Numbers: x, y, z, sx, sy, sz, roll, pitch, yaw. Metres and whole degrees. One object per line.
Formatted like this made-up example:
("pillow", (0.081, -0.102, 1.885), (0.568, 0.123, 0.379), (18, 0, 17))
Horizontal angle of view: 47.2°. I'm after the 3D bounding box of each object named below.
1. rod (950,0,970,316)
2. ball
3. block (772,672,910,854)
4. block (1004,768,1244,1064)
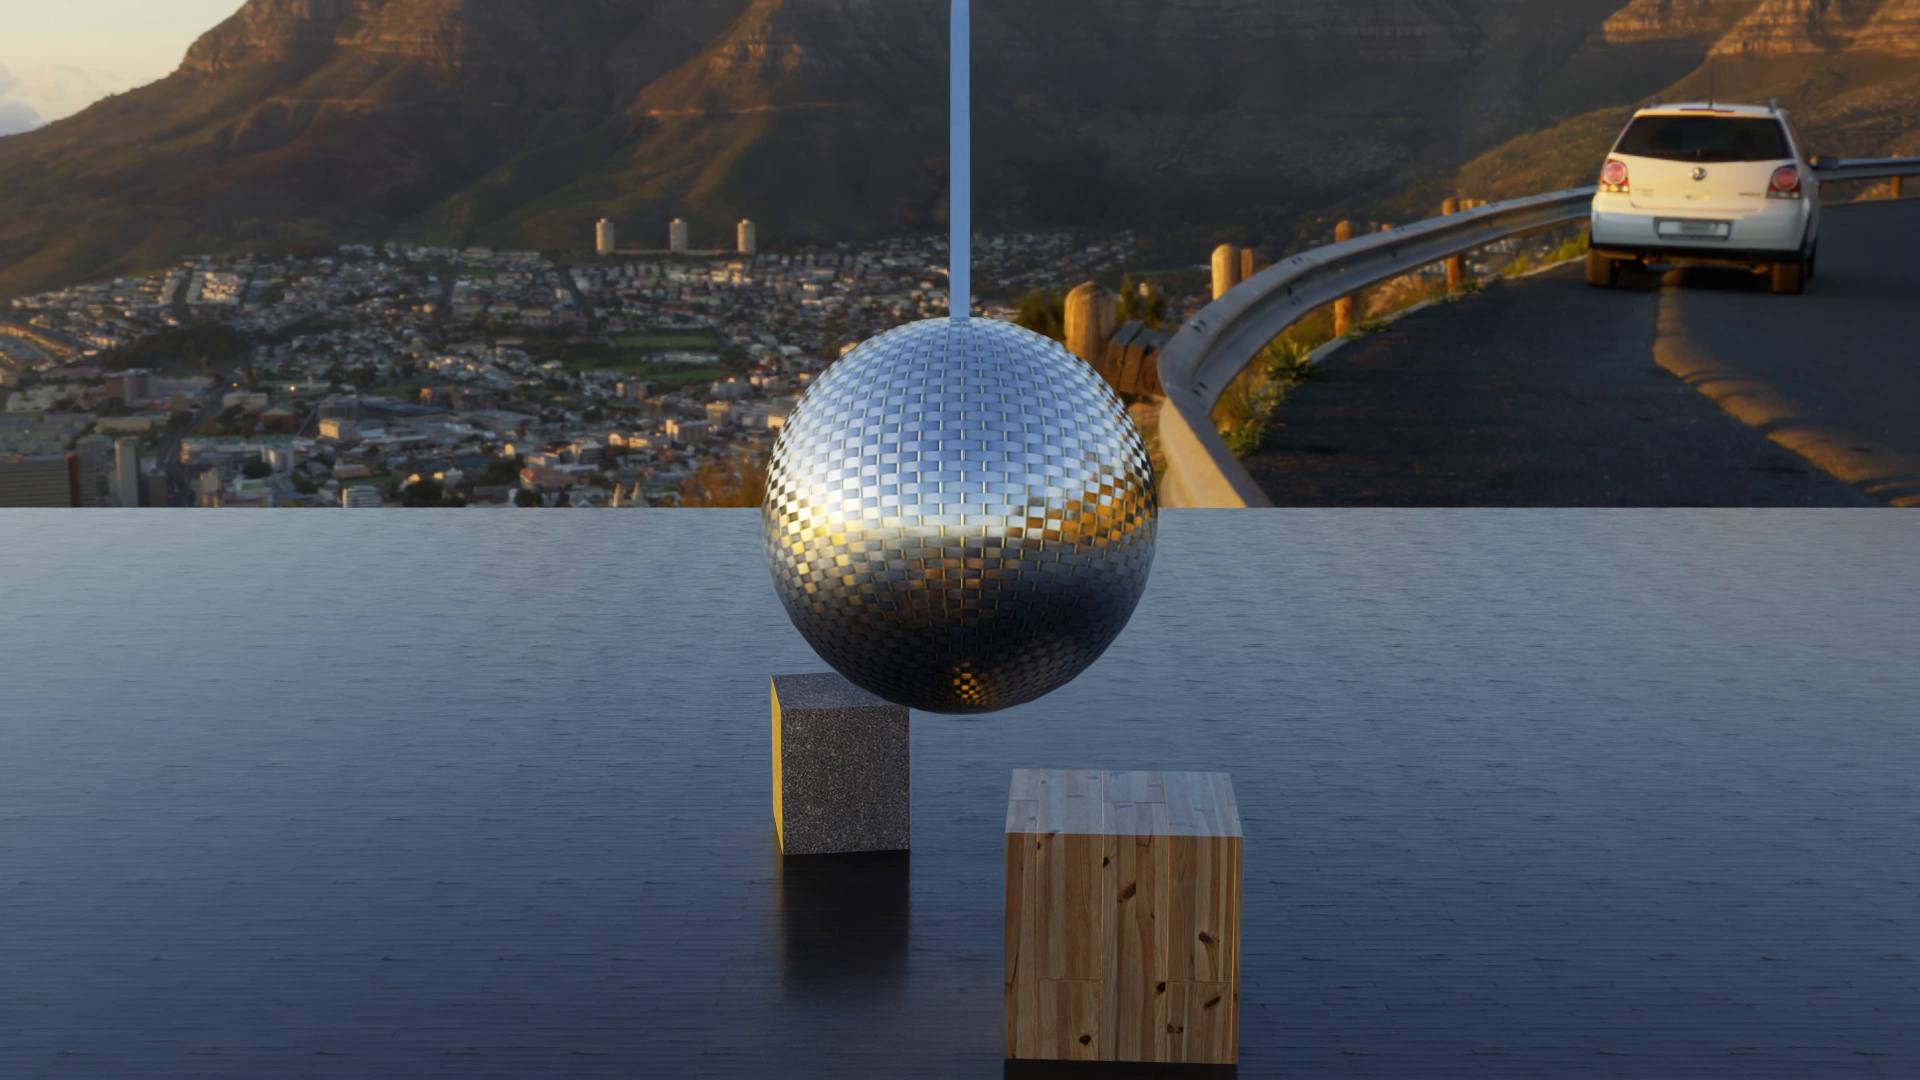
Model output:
("rod", (0.000, -3.427, 9.561), (0.080, 5.200, 0.080), (0, -12, 0))
("ball", (0.000, -0.099, 8.863), (1.600, 1.600, 1.600), (0, 10, 0))
("block", (-0.621, 1.128, 11.278), (0.637, 0.746, 0.726), (-2, 10, -8))
("block", (0.646, 1.488, 8.836), (0.900, 0.911, 0.861), (1, 10, 3))
